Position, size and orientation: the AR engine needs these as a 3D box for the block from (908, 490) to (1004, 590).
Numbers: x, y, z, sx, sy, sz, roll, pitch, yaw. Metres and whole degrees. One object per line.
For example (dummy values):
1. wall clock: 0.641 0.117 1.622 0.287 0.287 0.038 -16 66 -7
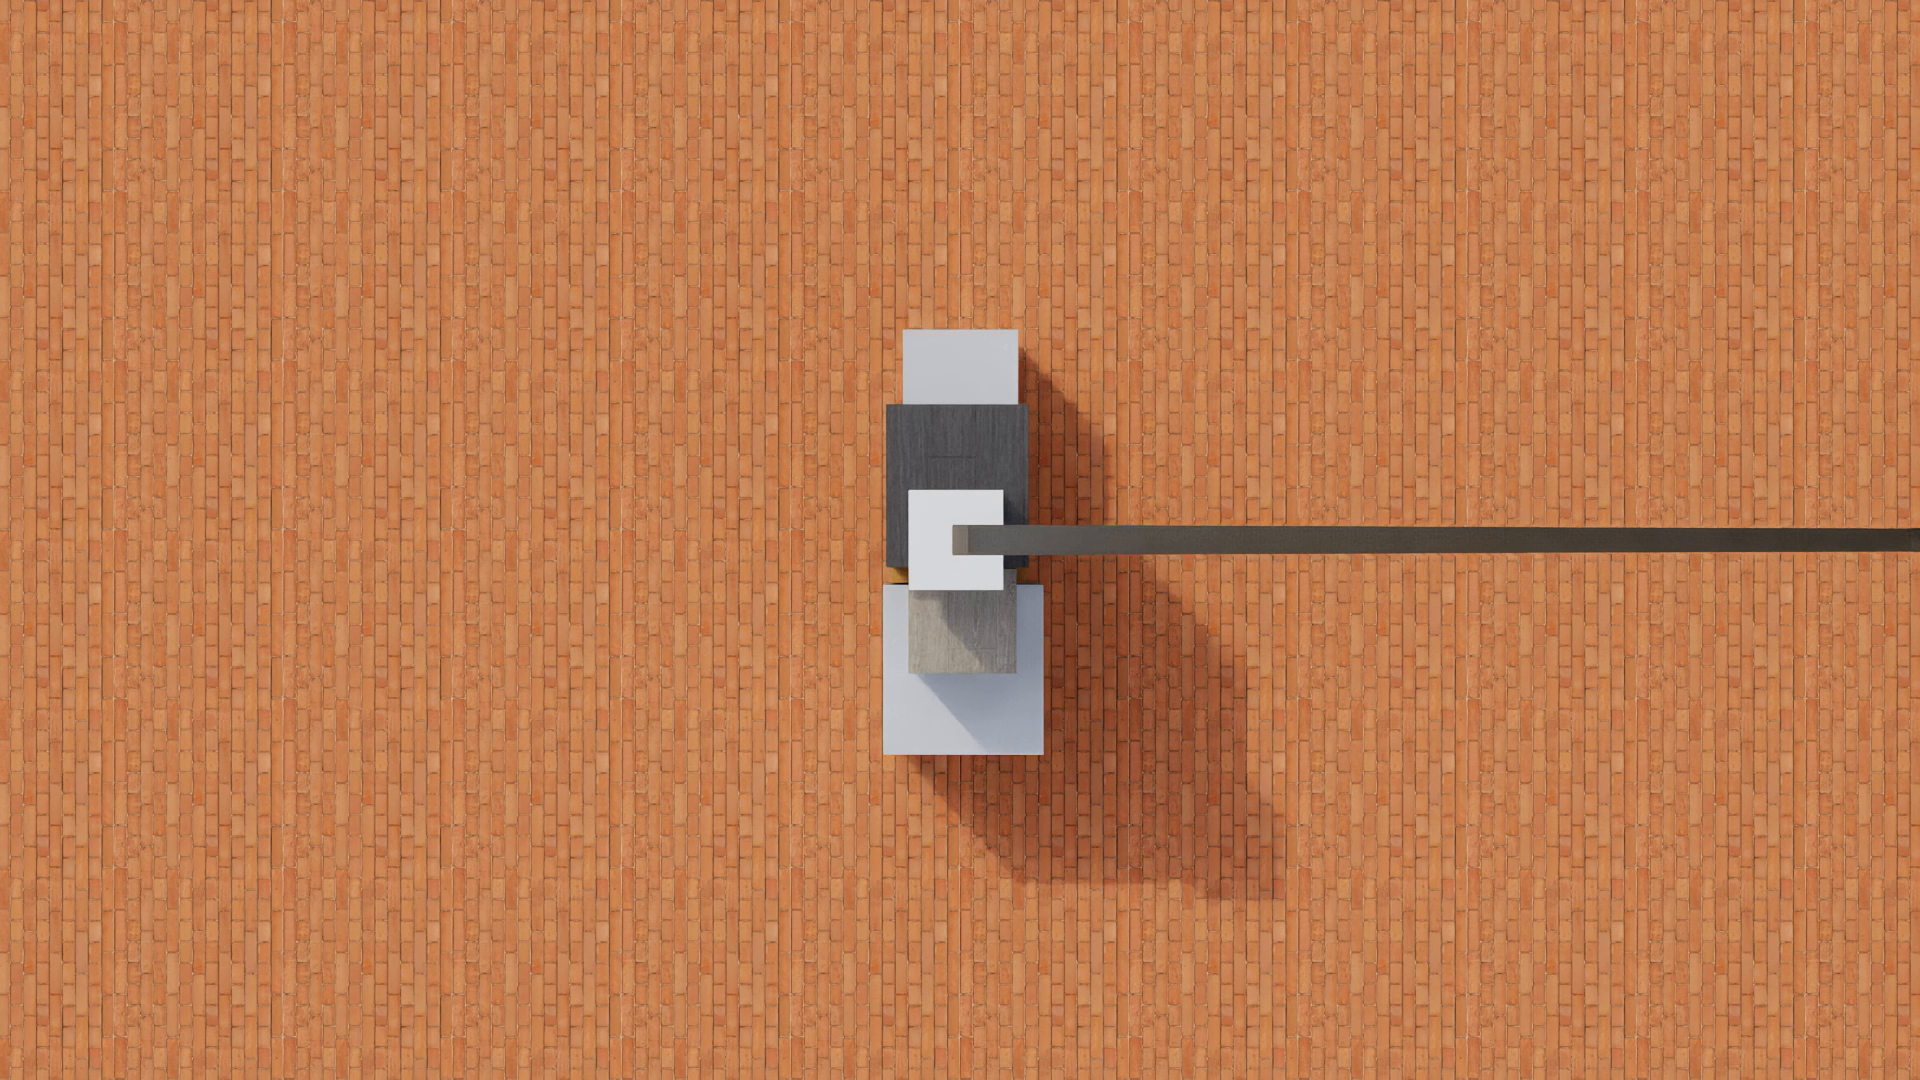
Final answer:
1. block: -0.020 0.000 11.155 0.470 0.427 0.497 0 90 0

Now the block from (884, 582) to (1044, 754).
1. block: 0.018 0.712 12.533 0.879 0.935 0.932 0 90 0

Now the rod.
1. rod: 2.234 0.000 7.096 5.200 0.080 0.080 0 90 -31

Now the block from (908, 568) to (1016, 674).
1. block: 0.013 0.427 11.812 0.569 0.507 0.549 0 90 0

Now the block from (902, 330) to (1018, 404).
1. block: 0.003 -0.844 12.658 0.646 0.684 0.667 0 90 0

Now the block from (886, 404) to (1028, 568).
1. block: -0.013 -0.280 11.759 0.738 0.779 0.844 0 90 0

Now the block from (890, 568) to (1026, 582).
1. block: -0.011 -0.132 12.574 0.757 0.852 0.737 0 90 0
